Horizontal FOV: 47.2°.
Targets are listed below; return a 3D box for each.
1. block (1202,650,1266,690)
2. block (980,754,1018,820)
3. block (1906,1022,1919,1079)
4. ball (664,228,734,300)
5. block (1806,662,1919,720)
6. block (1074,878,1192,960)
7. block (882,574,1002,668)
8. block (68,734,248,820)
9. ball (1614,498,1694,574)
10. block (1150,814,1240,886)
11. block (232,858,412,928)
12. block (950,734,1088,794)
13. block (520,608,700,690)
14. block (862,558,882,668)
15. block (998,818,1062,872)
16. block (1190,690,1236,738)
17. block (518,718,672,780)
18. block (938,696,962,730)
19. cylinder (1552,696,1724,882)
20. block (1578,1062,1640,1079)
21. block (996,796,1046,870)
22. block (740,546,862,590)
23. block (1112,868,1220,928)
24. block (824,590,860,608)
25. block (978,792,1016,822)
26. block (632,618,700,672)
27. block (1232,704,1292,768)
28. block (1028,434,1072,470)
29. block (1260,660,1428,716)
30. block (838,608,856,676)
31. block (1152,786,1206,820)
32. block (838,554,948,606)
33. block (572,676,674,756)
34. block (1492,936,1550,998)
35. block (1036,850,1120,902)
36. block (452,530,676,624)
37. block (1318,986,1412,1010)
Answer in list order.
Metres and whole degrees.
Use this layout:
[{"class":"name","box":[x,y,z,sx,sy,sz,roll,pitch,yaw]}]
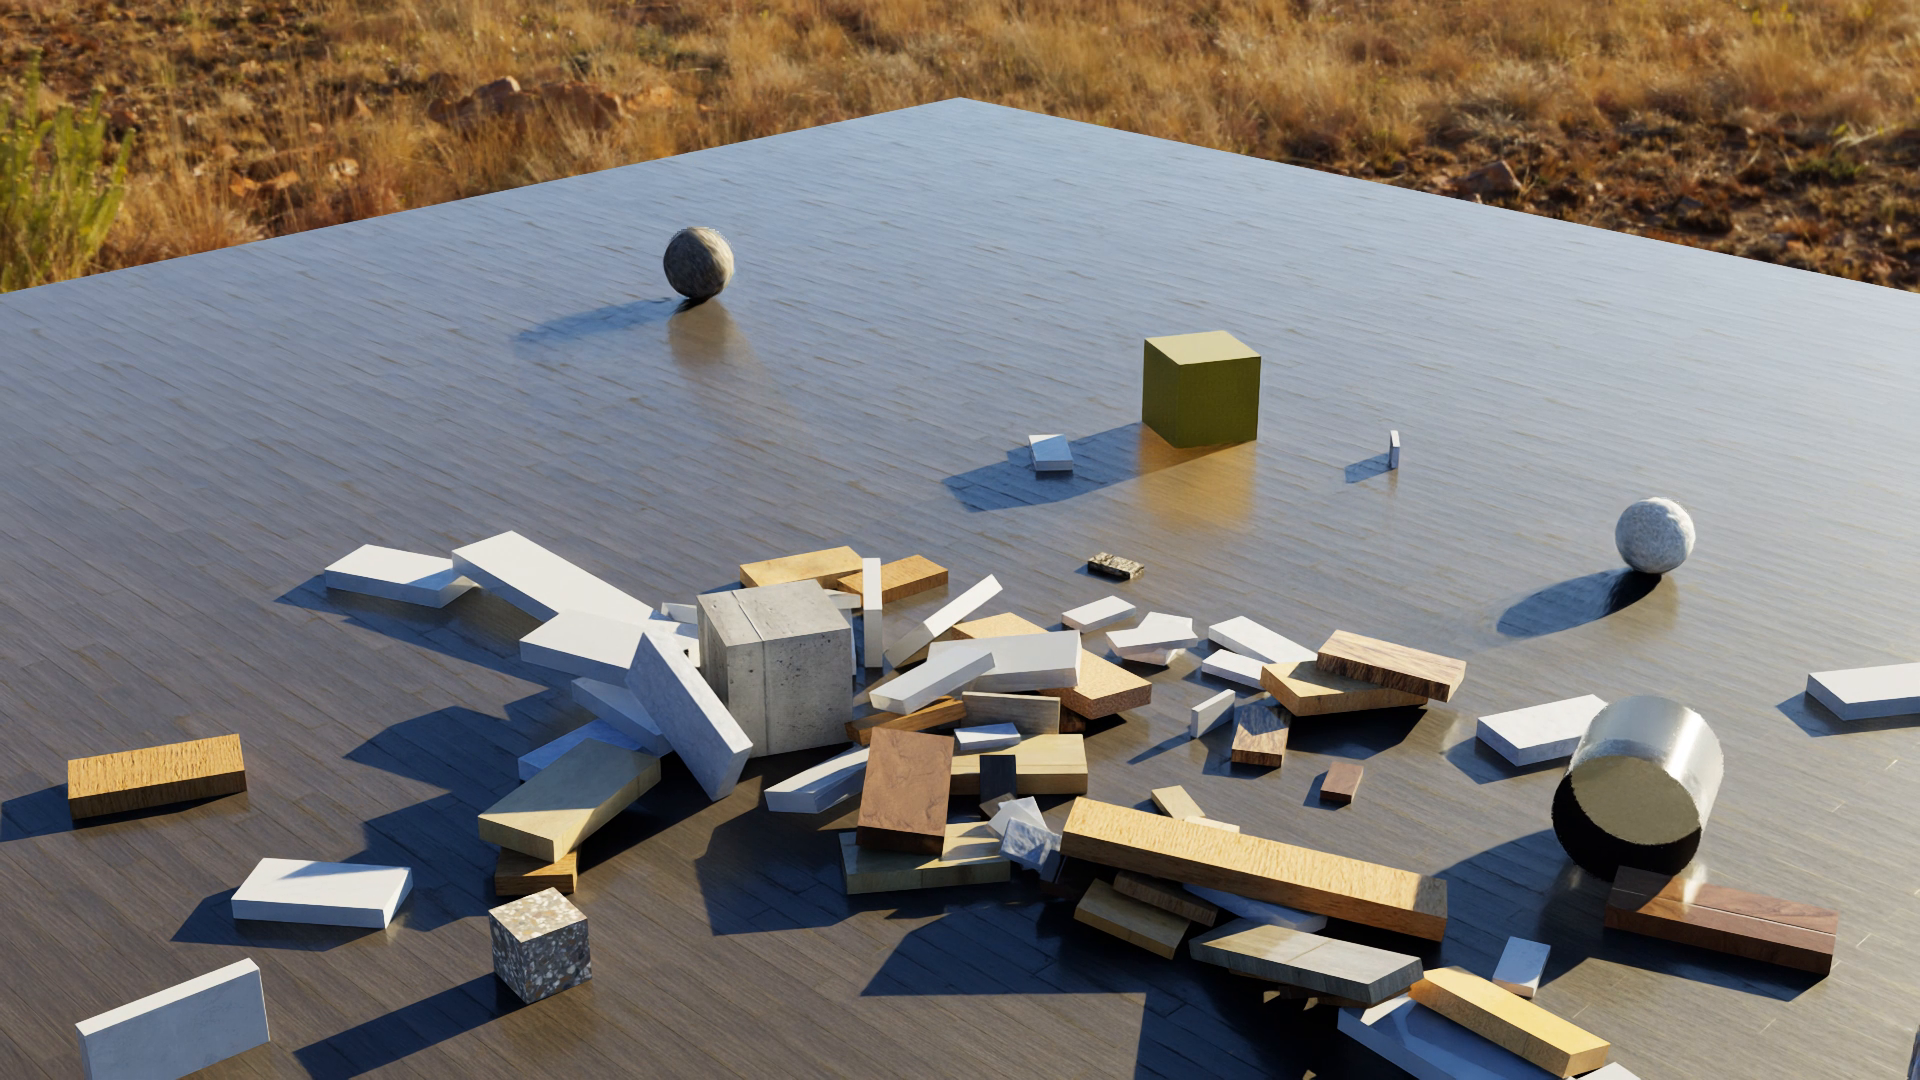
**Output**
[{"class":"block","box":[0.646,0.297,5.032,0.166,0.023,0.083,17,28,34]},{"class":"block","box":[0.078,0.503,4.472,0.075,0.021,0.149,0,47,-1]},{"class":"block","box":[1.539,0.861,3.427,0.118,0.236,0.033,7,24,14]},{"class":"ball","box":[-0.918,-0.969,7.728,0.247,0.247,0.247,0,23,0]},{"class":"block","box":[2.070,0.337,4.913,0.300,0.042,0.150,-5,23,-11]},{"class":"block","box":[0.317,0.694,4.031,0.195,0.028,0.098,21,32,16]},{"class":"block","box":[-0.039,0.188,5.140,0.154,0.044,0.309,-38,-3,38]},{"class":"block","box":[-1.661,0.487,4.550,0.339,0.048,0.170,-8,24,-19]},{"class":"ball","box":[1.749,-0.010,5.538,0.192,0.192,0.192,0,23,0]},{"class":"block","box":[0.458,0.609,4.288,0.106,0.030,0.212,11,25,24]},{"class":"block","box":[-1.199,0.664,4.142,0.293,0.042,0.147,3,23,6]},{"class":"block","box":[0.091,0.468,4.595,0.338,0.048,0.169,0,23,-1]},{"class":"block","box":[-0.775,0.244,4.869,0.359,0.051,0.180,12,28,26]},{"class":"block","box":[-0.206,0.169,5.176,0.042,0.147,0.293,-1,23,-3]},{"class":"block","box":[0.156,0.595,4.224,0.152,0.022,0.076,21,53,-2]},{"class":"block","box":[0.551,0.378,4.788,0.018,0.065,0.130,20,30,39]},{"class":"block","box":[-0.750,0.444,4.653,0.167,0.047,0.334,17,28,34]},{"class":"block","box":[-0.017,0.369,4.810,0.067,0.019,0.134,-8,23,0]},{"class":"cylinder","box":[1.318,0.484,4.269,0.275,0.275,0.275,11,25,24]},{"class":"block","box":[0.992,0.908,3.467,0.244,0.035,0.122,-14,27,-29]},{"class":"block","box":[0.132,0.574,4.304,0.075,0.021,0.149,-8,49,-19]},{"class":"block","box":[-0.388,0.084,5.509,0.293,0.042,0.147,-10,25,-23]},{"class":"block","box":[0.384,0.660,4.073,0.195,0.028,0.098,19,5,12]},{"class":"block","box":[-0.328,0.143,5.289,0.104,0.030,0.209,-3,4,-25]},{"class":"block","box":[0.109,0.564,4.363,0.075,0.021,0.149,-19,39,-27]},{"class":"block","box":[-0.588,0.260,4.999,0.334,0.047,0.167,7,31,-5]},{"class":"block","box":[0.651,0.420,4.733,0.106,0.030,0.212,6,24,13]},{"class":"block","box":[0.260,-0.251,6.316,0.104,0.030,0.209,-2,23,-4]},{"class":"block","box":[0.858,0.321,4.903,0.336,0.048,0.168,-4,23,-22]},{"class":"block","box":[-0.323,0.235,5.154,0.147,0.042,0.293,-2,23,-4]},{"class":"block","box":[0.442,0.541,4.462,0.064,0.018,0.129,-7,24,-16]},{"class":"block","box":[-0.167,0.103,5.473,0.251,0.036,0.126,-17,28,-35]},{"class":"block","box":[-0.676,0.357,4.738,0.167,0.047,0.334,-19,29,-37]},{"class":"block","box":[1.005,0.763,3.936,0.073,0.021,0.147,10,25,23]},{"class":"block","box":[0.250,0.649,4.139,0.195,0.028,0.098,16,30,8]},{"class":"block","box":[-0.929,0.148,5.283,0.740,0.051,0.180,25,33,37]},{"class":"block","box":[0.691,0.774,3.779,0.087,0.025,0.174,-18,-2,-21]}]
